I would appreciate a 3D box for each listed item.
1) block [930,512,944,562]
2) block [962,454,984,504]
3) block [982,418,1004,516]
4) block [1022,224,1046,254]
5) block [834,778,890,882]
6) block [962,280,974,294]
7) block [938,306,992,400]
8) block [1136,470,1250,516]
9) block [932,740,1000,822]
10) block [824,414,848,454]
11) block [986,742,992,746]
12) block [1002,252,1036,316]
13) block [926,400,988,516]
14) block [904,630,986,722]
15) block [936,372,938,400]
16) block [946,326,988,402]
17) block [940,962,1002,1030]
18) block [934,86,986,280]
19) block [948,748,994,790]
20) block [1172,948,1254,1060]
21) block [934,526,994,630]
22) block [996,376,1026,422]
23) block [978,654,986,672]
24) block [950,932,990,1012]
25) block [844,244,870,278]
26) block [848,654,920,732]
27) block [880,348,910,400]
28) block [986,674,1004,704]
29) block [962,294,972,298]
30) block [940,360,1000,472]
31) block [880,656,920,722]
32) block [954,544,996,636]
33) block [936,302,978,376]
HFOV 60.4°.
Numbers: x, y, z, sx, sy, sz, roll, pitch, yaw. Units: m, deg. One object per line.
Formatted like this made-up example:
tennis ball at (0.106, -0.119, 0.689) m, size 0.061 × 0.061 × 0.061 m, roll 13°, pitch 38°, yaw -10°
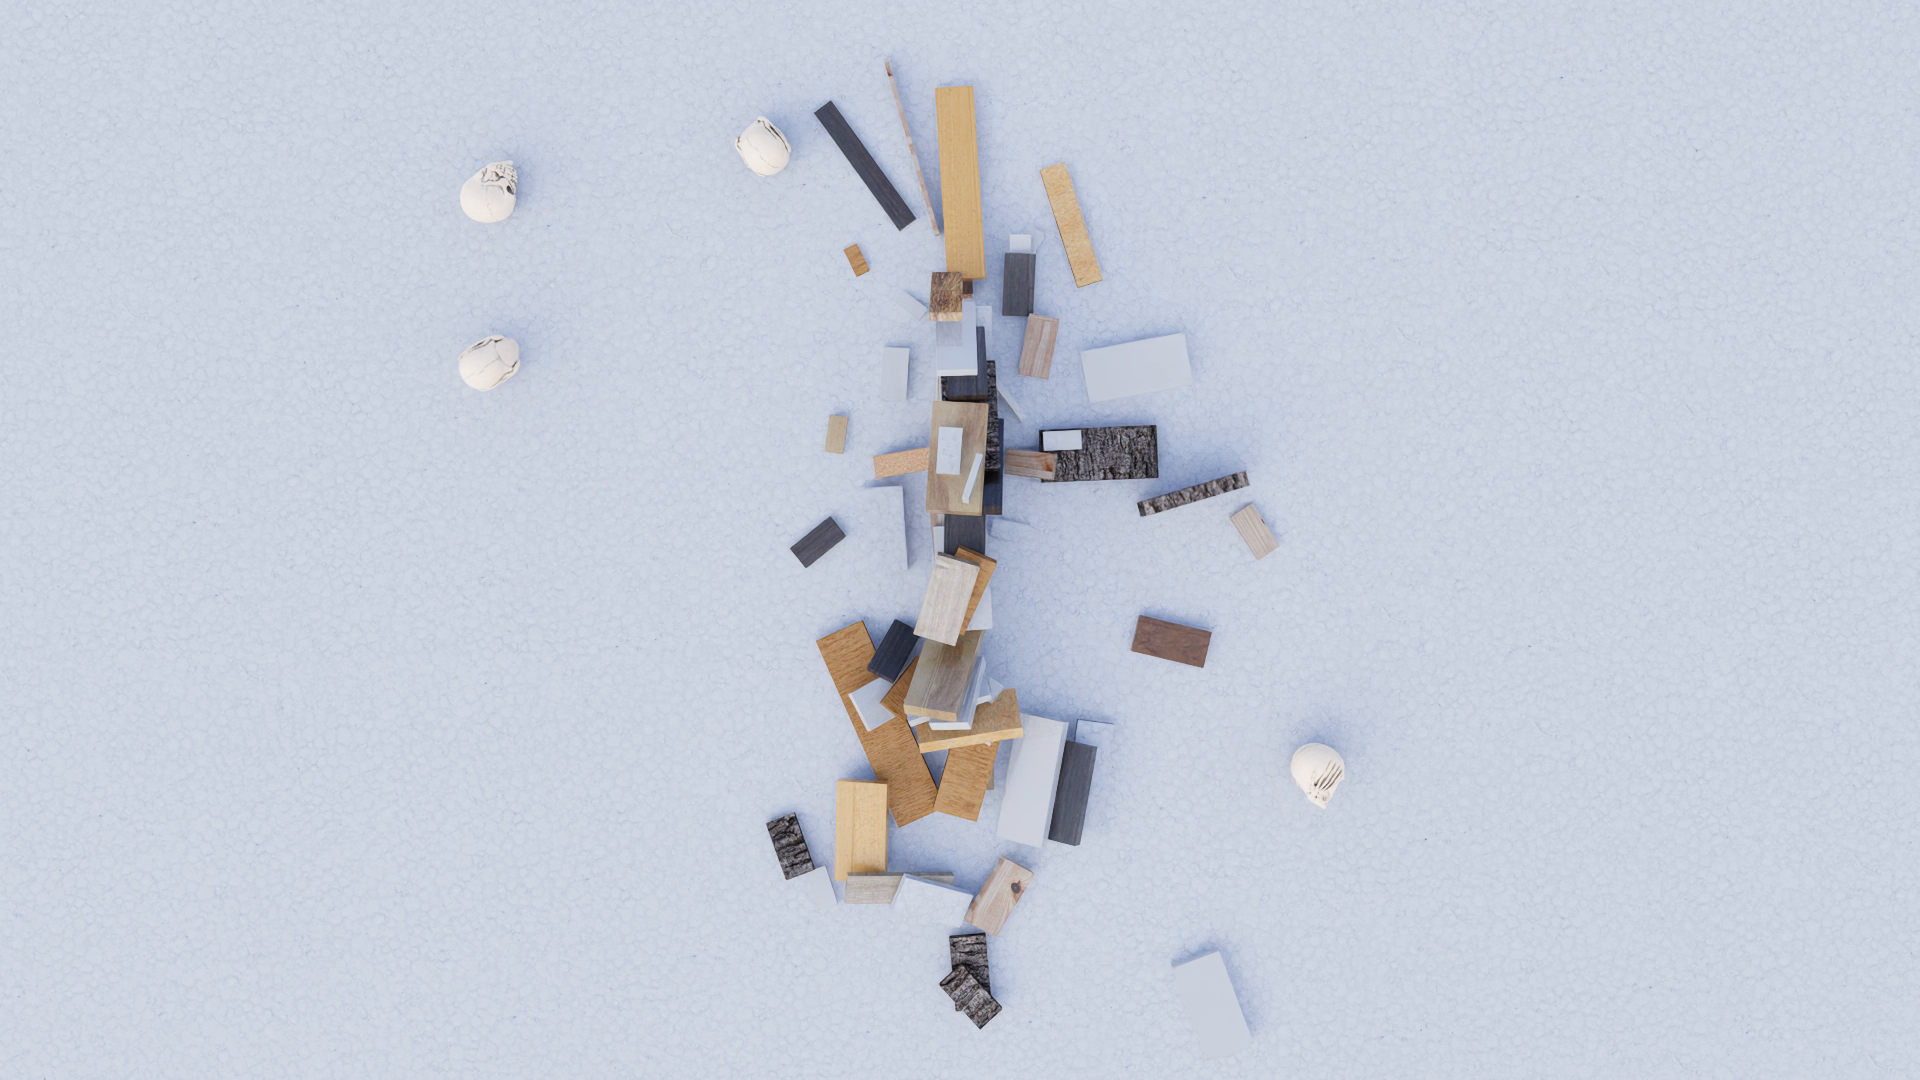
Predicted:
block at (-0.006, -0.023, 5.354) m, size 0.170 × 0.048 × 0.339 m, roll -5°, pitch 93°, yaw 2°
block at (0.039, -0.189, 5.101) m, size 0.021 × 0.073 × 0.146 m, roll 17°, pitch 80°, yaw 5°
block at (0.051, -0.239, 5.292) m, size 0.176 × 0.050 × 0.351 m, roll 1°, pitch 55°, yaw 2°
block at (0.218, -0.974, 5.490) m, size 0.070 × 0.020 × 0.140 m, roll 32°, pitch 90°, yaw 0°
block at (-0.323, 0.961, 5.449) m, size 0.167 × 0.047 × 0.335 m, roll 2°, pitch 95°, yaw 9°
block at (0.010, -0.874, 5.475) m, size 0.059 × 0.017 × 0.117 m, roll -4°, pitch 90°, yaw 0°
block at (0.017, -0.584, 5.339) m, size 0.171 × 0.048 × 0.341 m, roll 0°, pitch 91°, yaw -1°
block at (0.763, -0.150, 5.413) m, size 0.348 × 0.174 × 0.049 m, roll -17°, pitch 90°, yaw 0°
block at (0.023, 0.760, 5.405) m, size 0.149 × 0.042 × 0.299 m, roll 15°, pitch 97°, yaw -2°
block at (-0.412, -0.351, 5.491) m, size 0.062 × 0.018 × 0.124 m, roll 8°, pitch 90°, yaw 0°
block at (0.112, 0.598, 5.378) m, size 0.072 × 0.021 × 0.145 m, roll 37°, pitch 57°, yaw 12°
block at (0.195, -0.845, 5.459) m, size 0.102 × 0.029 × 0.204 m, roll 2°, pitch 105°, yaw 0°
block at (-0.008, -0.257, 5.178) m, size 0.176 × 0.050 × 0.351 m, roll 3°, pitch 79°, yaw 2°
block at (-0.037, 0.376, 5.308) m, size 0.170 × 0.048 × 0.450 m, roll 8°, pitch 50°, yaw 13°
block at (0.006, -0.593, 5.430) m, size 0.171 × 0.048 × 0.341 m, roll 1°, pitch 105°, yaw 0°
block at (0.020, -0.560, 5.241) m, size 0.127 × 0.036 × 0.254 m, roll -2°, pitch 64°, yaw -1°
block at (0.036, 1.508, 5.451) m, size 0.100 × 0.028 × 0.200 m, roll -43°, pitch 90°, yaw 0°
block at (0.001, -1.181, 5.463) m, size 0.127 × 0.036 × 0.643 m, roll -4°, pitch 87°, yaw 0°
block at (0.037, 0.678, 5.479) m, size 0.149 × 0.042 × 0.299 m, roll 0°, pitch 90°, yaw 0°
block at (0.837, 1.541, 5.477) m, size 0.164 × 0.047 × 0.328 m, roll -20°, pitch 90°, yaw 0°
block at (0.010, 0.120, 5.313) m, size 0.170 × 0.048 × 0.339 m, roll -4°, pitch 93°, yaw 2°
block at (0.160, -0.467, 5.457) m, size 0.024 × 0.085 × 0.170 m, roll -37°, pitch 90°, yaw 0°
block at (0.013, 0.529, 5.437) m, size 0.149 × 0.042 × 0.299 m, roll -1°, pitch 90°, yaw 0°
block at (0.035, 1.436, 5.483) m, size 0.122 × 0.035 × 0.244 m, roll -5°, pitch 90°, yaw 0°
block at (-0.344, -0.931, 5.493) m, size 0.050 × 0.014 × 0.099 m, roll -26°, pitch 90°, yaw 0°
block at (-0.215, 0.502, 5.433) m, size 0.275 × 0.039 × 0.138 m, roll -28°, pitch 91°, yaw -20°
block at (-0.217, -0.553, 5.488) m, size 0.086 × 0.024 × 0.172 m, roll 4°, pitch 90°, yaw 0°
block at (0.070, 0.468, 5.371) m, size 0.137 × 0.019 × 0.068 m, roll 34°, pitch 78°, yaw 25°
block at (0.008, -0.863, 5.492) m, size 0.059 × 0.017 × 0.117 m, roll -3°, pitch 90°, yaw 0°
block at (0.032, -0.394, 5.257) m, size 0.176 × 0.050 × 0.351 m, roll -2°, pitch 79°, yaw -1°
block at (-0.164, 0.488, 5.417) m, size 0.099 × 0.028 × 0.198 m, roll 41°, pitch 72°, yaw -9°
block at (0.004, 0.159, 5.238) m, size 0.131 × 0.037 × 0.263 m, roll 23°, pitch 106°, yaw -5°
block at (-0.012, -0.640, 5.240) m, size 0.127 × 0.036 × 0.254 m, roll -1°, pitch 64°, yaw -1°
